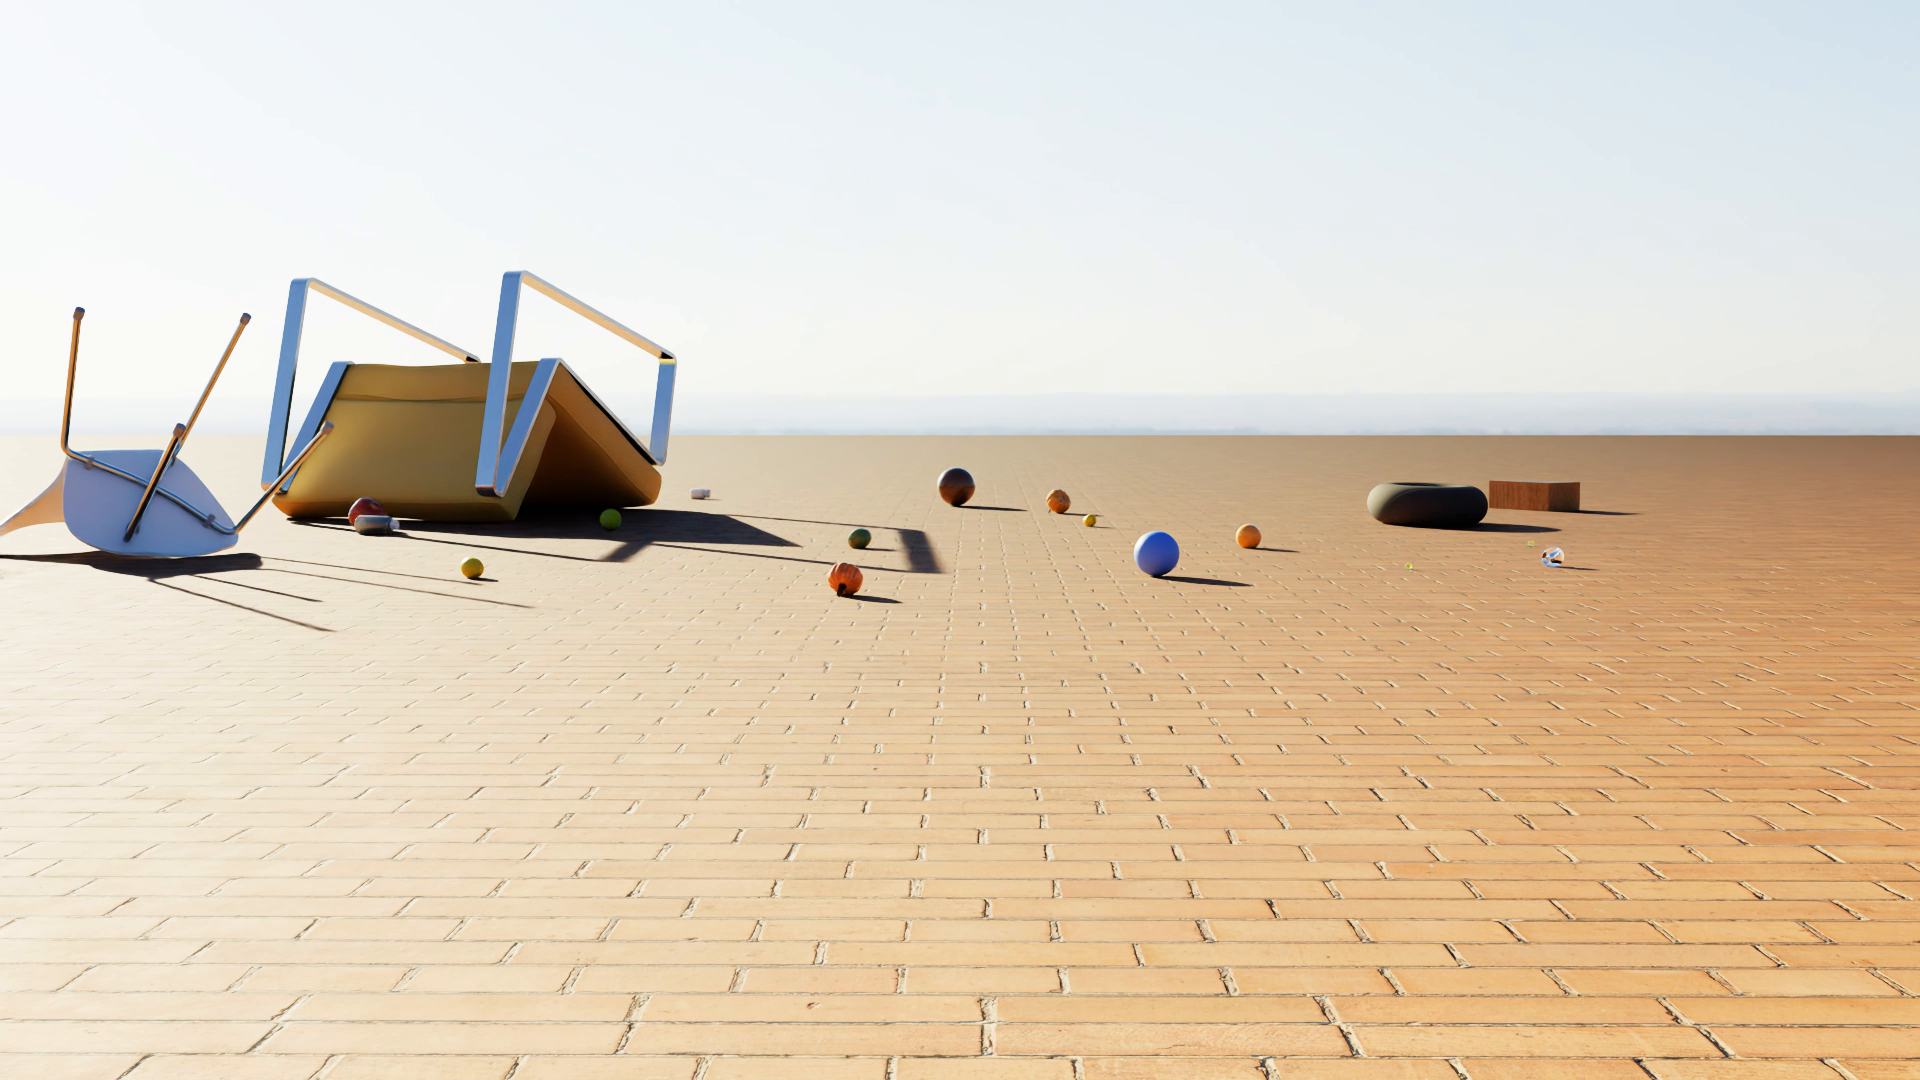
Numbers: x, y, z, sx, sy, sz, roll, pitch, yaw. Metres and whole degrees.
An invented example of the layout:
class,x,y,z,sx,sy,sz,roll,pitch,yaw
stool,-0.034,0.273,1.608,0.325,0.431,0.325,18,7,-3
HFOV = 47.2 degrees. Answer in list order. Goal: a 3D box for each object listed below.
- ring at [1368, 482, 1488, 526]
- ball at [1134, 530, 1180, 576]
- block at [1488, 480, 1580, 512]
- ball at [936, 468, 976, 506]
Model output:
class,x,y,z,sx,sy,sz,roll,pitch,yaw
ring,1.561,-0.120,7.345,0.391,0.132,0.431,0,5,-8
ball,0.472,0.032,5.278,0.109,0.109,0.109,0,4,0
block,2.150,-0.168,8.234,0.175,0.104,0.284,-3,5,-35
ball,-0.014,-0.206,8.463,0.149,0.149,0.149,0,4,0
